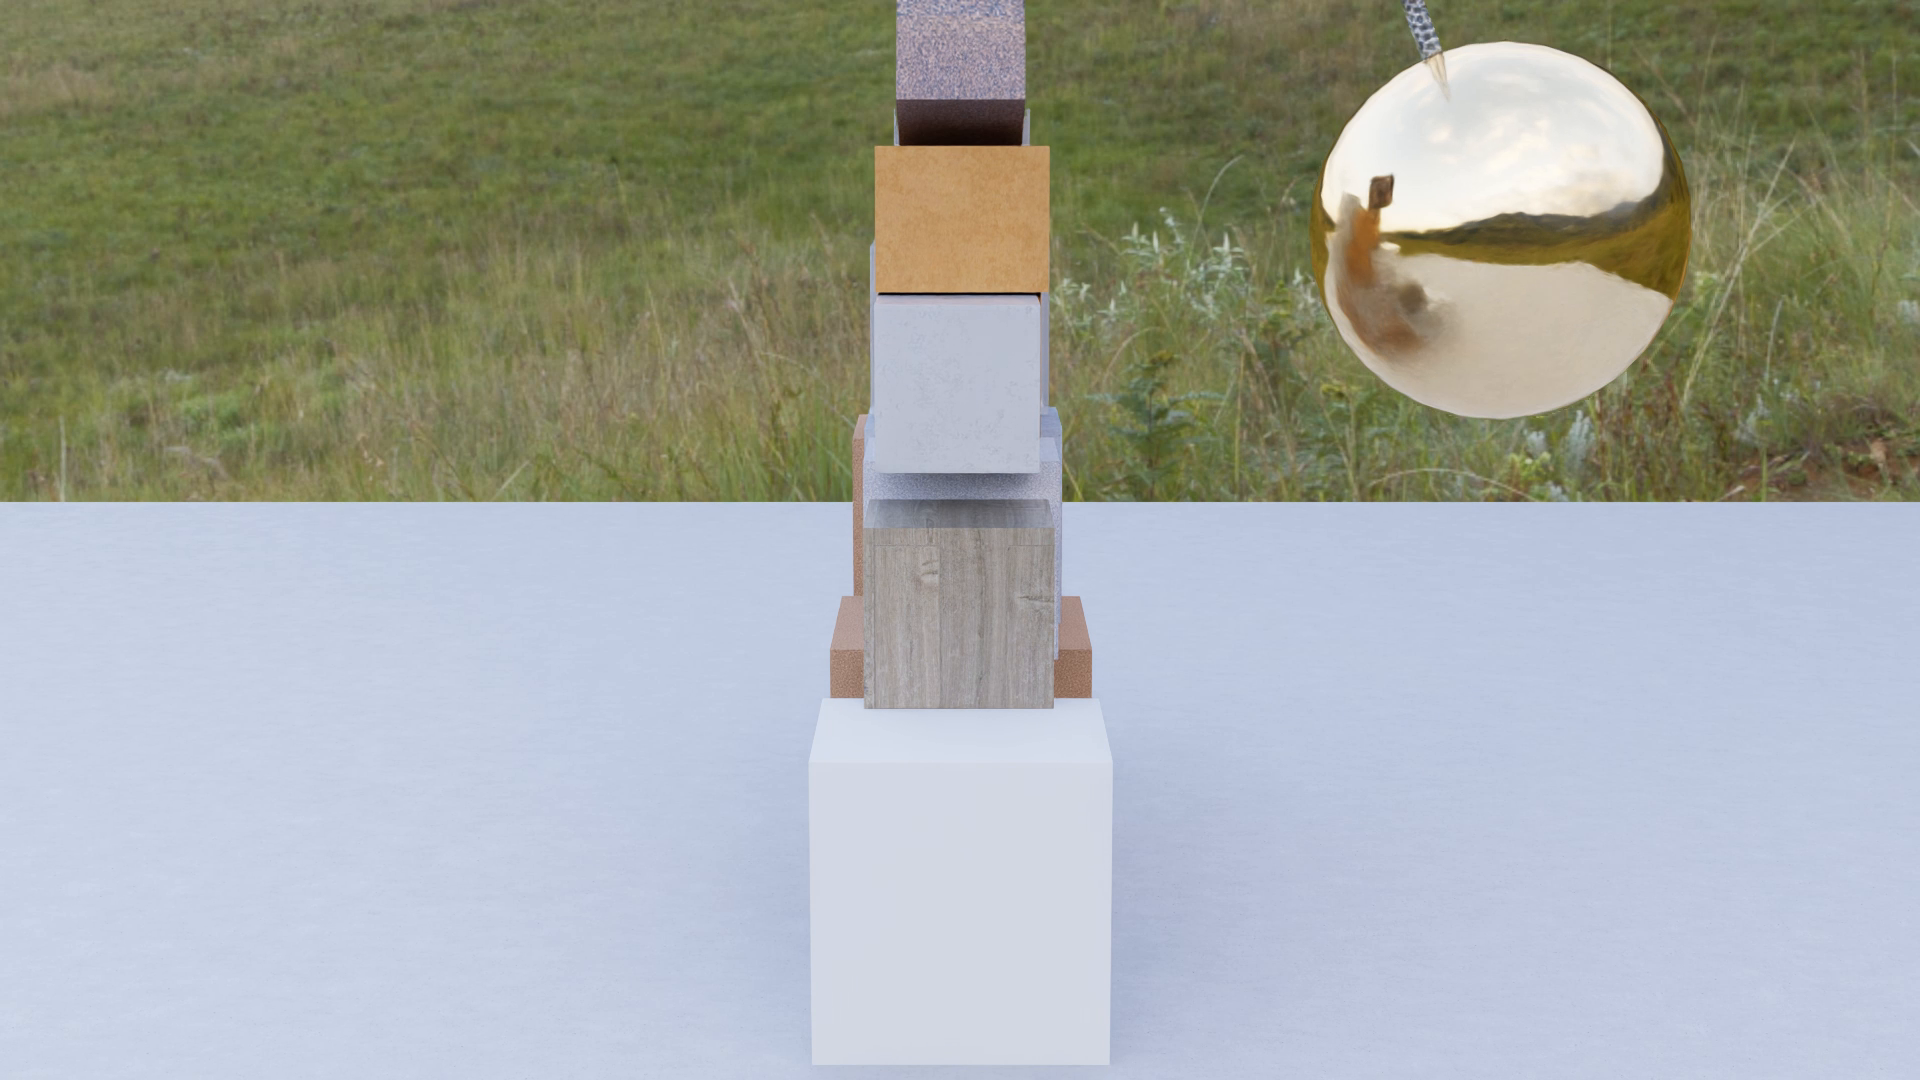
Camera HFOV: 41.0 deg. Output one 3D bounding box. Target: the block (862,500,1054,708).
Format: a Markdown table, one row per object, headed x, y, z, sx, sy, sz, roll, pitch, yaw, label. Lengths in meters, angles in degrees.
| x | y | z | sx | sy | sz | roll | pitch | yaw | label |
| --- | --- | --- | --- | --- | --- | --- | --- | --- | --- |
| -0.004 | 0.238 | 10.060 | 0.722 | 0.695 | 0.728 | 0 | 9 | 0 | block |

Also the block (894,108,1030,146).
| x | y | z | sx | sy | sz | roll | pitch | yaw | label |
| --- | --- | --- | --- | --- | --- | --- | --- | --- | --- |
| 0.008 | -1.589 | 11.256 | 0.579 | 0.599 | 0.585 | 0 | 9 | 0 | block |

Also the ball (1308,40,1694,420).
| x | y | z | sx | sy | sz | roll | pitch | yaw | label |
| --- | --- | --- | --- | --- | --- | --- | --- | --- | --- |
| 2.295 | -1.316 | 10.941 | 1.600 | 1.600 | 1.600 | 0 | 10 | 0 | ball |

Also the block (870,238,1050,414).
| x | y | z | sx | sy | sz | roll | pitch | yaw | label |
| --- | --- | --- | --- | --- | --- | --- | --- | --- | --- |
| -0.001 | -0.988 | 11.742 | 0.793 | 0.747 | 0.729 | 0 | 9 | 0 | block |

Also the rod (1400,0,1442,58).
| x | y | z | sx | sy | sz | roll | pitch | yaw | label |
| --- | --- | --- | --- | --- | --- | --- | --- | --- | --- |
| 0.994 | -4.407 | 10.379 | 0.080 | 5.200 | 0.080 | -22 | 10 | 4 | rod |

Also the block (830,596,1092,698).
| x | y | z | sx | sy | sz | roll | pitch | yaw | label |
| --- | --- | --- | --- | --- | --- | --- | --- | --- | --- |
| 0.004 | 0.919 | 11.310 | 1.090 | 1.145 | 1.111 | 0 | 10 | 0 | block |

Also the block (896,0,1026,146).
| x | y | z | sx | sy | sz | roll | pitch | yaw | label |
| --- | --- | --- | --- | --- | --- | --- | --- | --- | --- |
| 0.003 | -1.944 | 10.384 | 0.506 | 0.542 | 0.625 | 0 | -9 | 0 | block |

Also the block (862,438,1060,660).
| x | y | z | sx | sy | sz | roll | pitch | yaw | label |
| --- | --- | --- | --- | --- | --- | --- | --- | --- | --- |
| 0.005 | 0.024 | 10.746 | 0.793 | 0.818 | 0.689 | 0 | 10 | 0 | block |

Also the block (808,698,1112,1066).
| x | y | z | sx | sy | sz | roll | pitch | yaw | label |
| --- | --- | --- | --- | --- | --- | --- | --- | --- | --- |
| 0.003 | 1.248 | 9.565 | 1.068 | 1.122 | 0.937 | 0 | 10 | 0 | block |

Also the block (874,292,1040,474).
| x | y | z | sx | sy | sz | roll | pitch | yaw | label |
| --- | --- | --- | --- | --- | --- | --- | --- | --- | --- |
| -0.011 | -0.649 | 10.324 | 0.642 | 0.656 | 0.724 | 0 | 10 | 0 | block |

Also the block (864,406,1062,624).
| x | y | z | sx | sy | sz | roll | pitch | yaw | label |
| --- | --- | --- | --- | --- | --- | --- | --- | --- | --- |
| 0.014 | -0.123 | 11.454 | 0.850 | 0.853 | 0.738 | 0 | 10 | 0 | block |

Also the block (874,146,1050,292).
| x | y | z | sx | sy | sz | roll | pitch | yaw | label |
| --- | --- | --- | --- | --- | --- | --- | --- | --- | --- |
| 0.009 | -1.334 | 10.649 | 0.700 | 0.584 | 0.677 | 0 | 8 | 0 | block |

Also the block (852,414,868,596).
| x | y | z | sx | sy | sz | roll | pitch | yaw | label |
| --- | --- | --- | --- | --- | --- | --- | --- | --- | --- |
| -0.012 | -0.058 | 12.280 | 0.965 | 0.981 | 0.844 | 0 | 10 | 0 | block |

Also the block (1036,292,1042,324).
| x | y | z | sx | sy | sz | roll | pitch | yaw | label |
| --- | --- | --- | --- | --- | --- | --- | --- | --- | --- |
| -0.003 | -0.786 | 11.035 | 0.679 | 0.602 | 0.705 | 0 | 10 | 0 | block |
